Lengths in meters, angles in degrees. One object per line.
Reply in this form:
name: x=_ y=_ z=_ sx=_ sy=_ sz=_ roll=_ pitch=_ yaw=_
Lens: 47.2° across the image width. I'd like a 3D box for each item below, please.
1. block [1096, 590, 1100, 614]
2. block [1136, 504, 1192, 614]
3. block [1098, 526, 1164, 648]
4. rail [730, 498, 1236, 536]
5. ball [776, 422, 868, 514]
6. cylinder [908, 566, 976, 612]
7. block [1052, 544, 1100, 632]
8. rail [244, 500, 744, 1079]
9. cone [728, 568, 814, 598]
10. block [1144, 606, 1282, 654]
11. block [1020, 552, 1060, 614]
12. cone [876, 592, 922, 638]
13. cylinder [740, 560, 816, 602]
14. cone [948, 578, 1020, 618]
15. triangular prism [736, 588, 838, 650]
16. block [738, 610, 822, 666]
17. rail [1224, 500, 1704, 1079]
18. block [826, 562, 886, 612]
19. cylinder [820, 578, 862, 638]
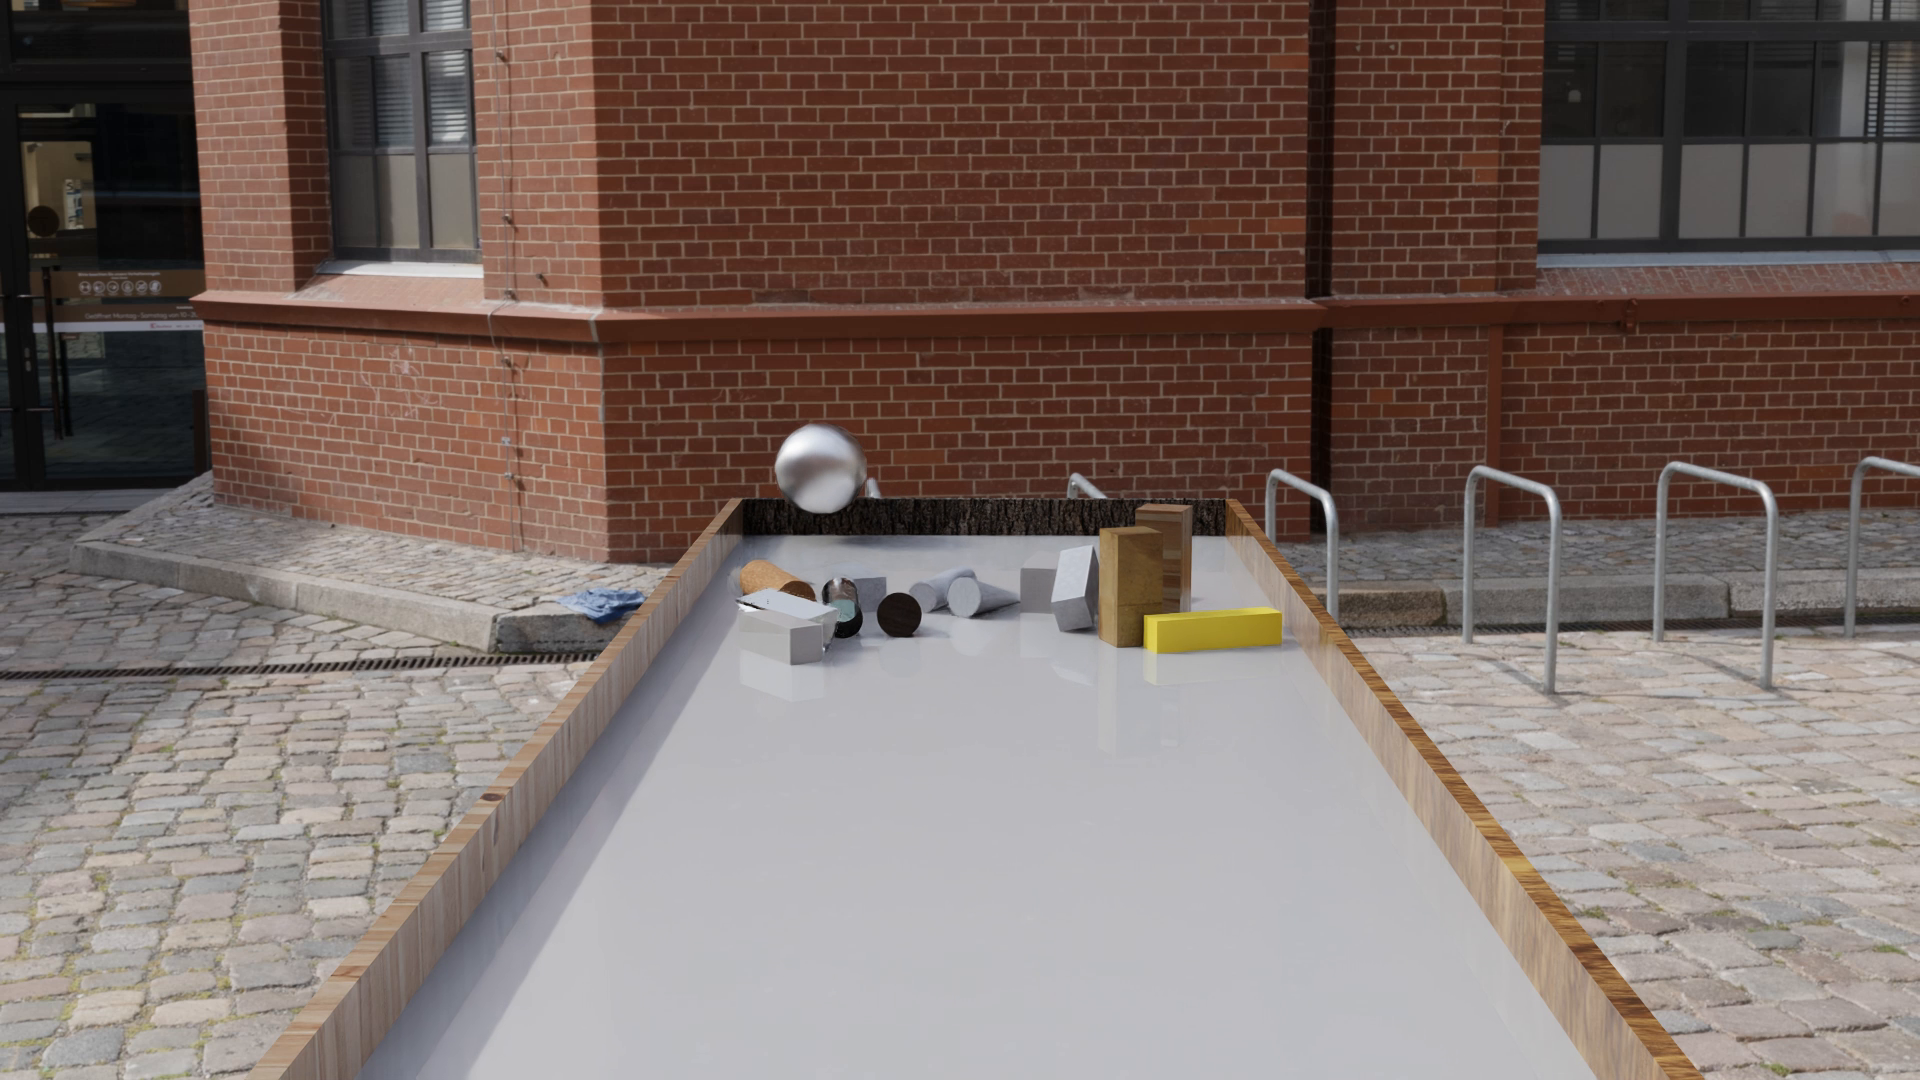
block: x=0.550 y=0.157 z=7.599 sx=0.132 sy=0.132 sz=0.403 roll=5 pitch=10 yaw=30
block: x=0.665 y=0.088 z=7.197 sx=0.154 sy=0.393 sz=0.154 roll=3 pitch=10 yaw=19
block: x=0.539 y=0.146 z=6.950 sx=0.153 sy=0.355 sz=0.153 roll=-3 pitch=9 yaw=-18
rail: x=0.099 y=-0.098 z=9.147 sx=2.100 sy=0.150 sz=0.050 roll=0 pitch=9 yaw=1
ball: x=-0.565 y=-0.293 z=8.965 sx=0.374 sy=0.374 sz=0.374 roll=0 pitch=9 yaw=0
cylinder: x=-0.058 y=0.170 z=7.601 sx=0.105 sy=0.105 sz=0.352 roll=4 pitch=10 yaw=23
block: x=0.385 y=0.156 z=7.246 sx=0.112 sy=0.112 sz=0.353 roll=-11 pitch=26 yaw=14
rail: x=-1.004 y=0.839 z=3.234 sx=0.050 sy=0.150 sz=12.000 roll=0 pitch=9 yaw=1
cone: x=-0.653 y=0.154 z=7.873 sx=0.103 sy=0.103 sz=0.373 roll=9 pitch=4 yaw=43
block: x=0.794 y=0.282 z=6.905 sx=0.430 sy=0.102 sz=0.102 roll=-3 pitch=10 yaw=-19
block: x=0.314 y=0.146 z=7.600 sx=0.153 sy=0.153 sz=0.352 roll=2 pitch=9 yaw=11
cone: x=-0.187 y=0.252 z=7.196 sx=0.144 sy=0.144 sz=0.306 roll=1 pitch=-4 yaw=3
cylinder: x=-0.624 y=0.171 z=7.483 sx=0.140 sy=0.140 sz=0.446 roll=-3 pitch=10 yaw=-21
cone: x=0.133 y=0.200 z=7.531 sx=0.136 sy=0.136 sz=0.409 roll=7 pitch=2 yaw=36
triangular prism: x=-0.535 y=0.229 z=7.000 sx=0.116 sy=0.134 sz=0.444 roll=-49 pitch=30 yaw=-18
block: x=-0.554 y=0.298 z=6.772 sx=0.113 sy=0.113 sz=0.312 roll=-6 pitch=11 yaw=-35
rail: x=1.046 y=0.843 z=3.208 sx=0.050 sy=0.150 sz=12.000 roll=0 pitch=9 yaw=1
block: x=-0.360 y=0.163 z=7.604 sx=0.118 sy=0.118 sz=0.321 roll=-3 pitch=10 yaw=-20
cylinder: x=-0.389 y=0.220 z=7.211 sx=0.128 sy=0.128 sz=0.398 roll=-1 pitch=9 yaw=-4
